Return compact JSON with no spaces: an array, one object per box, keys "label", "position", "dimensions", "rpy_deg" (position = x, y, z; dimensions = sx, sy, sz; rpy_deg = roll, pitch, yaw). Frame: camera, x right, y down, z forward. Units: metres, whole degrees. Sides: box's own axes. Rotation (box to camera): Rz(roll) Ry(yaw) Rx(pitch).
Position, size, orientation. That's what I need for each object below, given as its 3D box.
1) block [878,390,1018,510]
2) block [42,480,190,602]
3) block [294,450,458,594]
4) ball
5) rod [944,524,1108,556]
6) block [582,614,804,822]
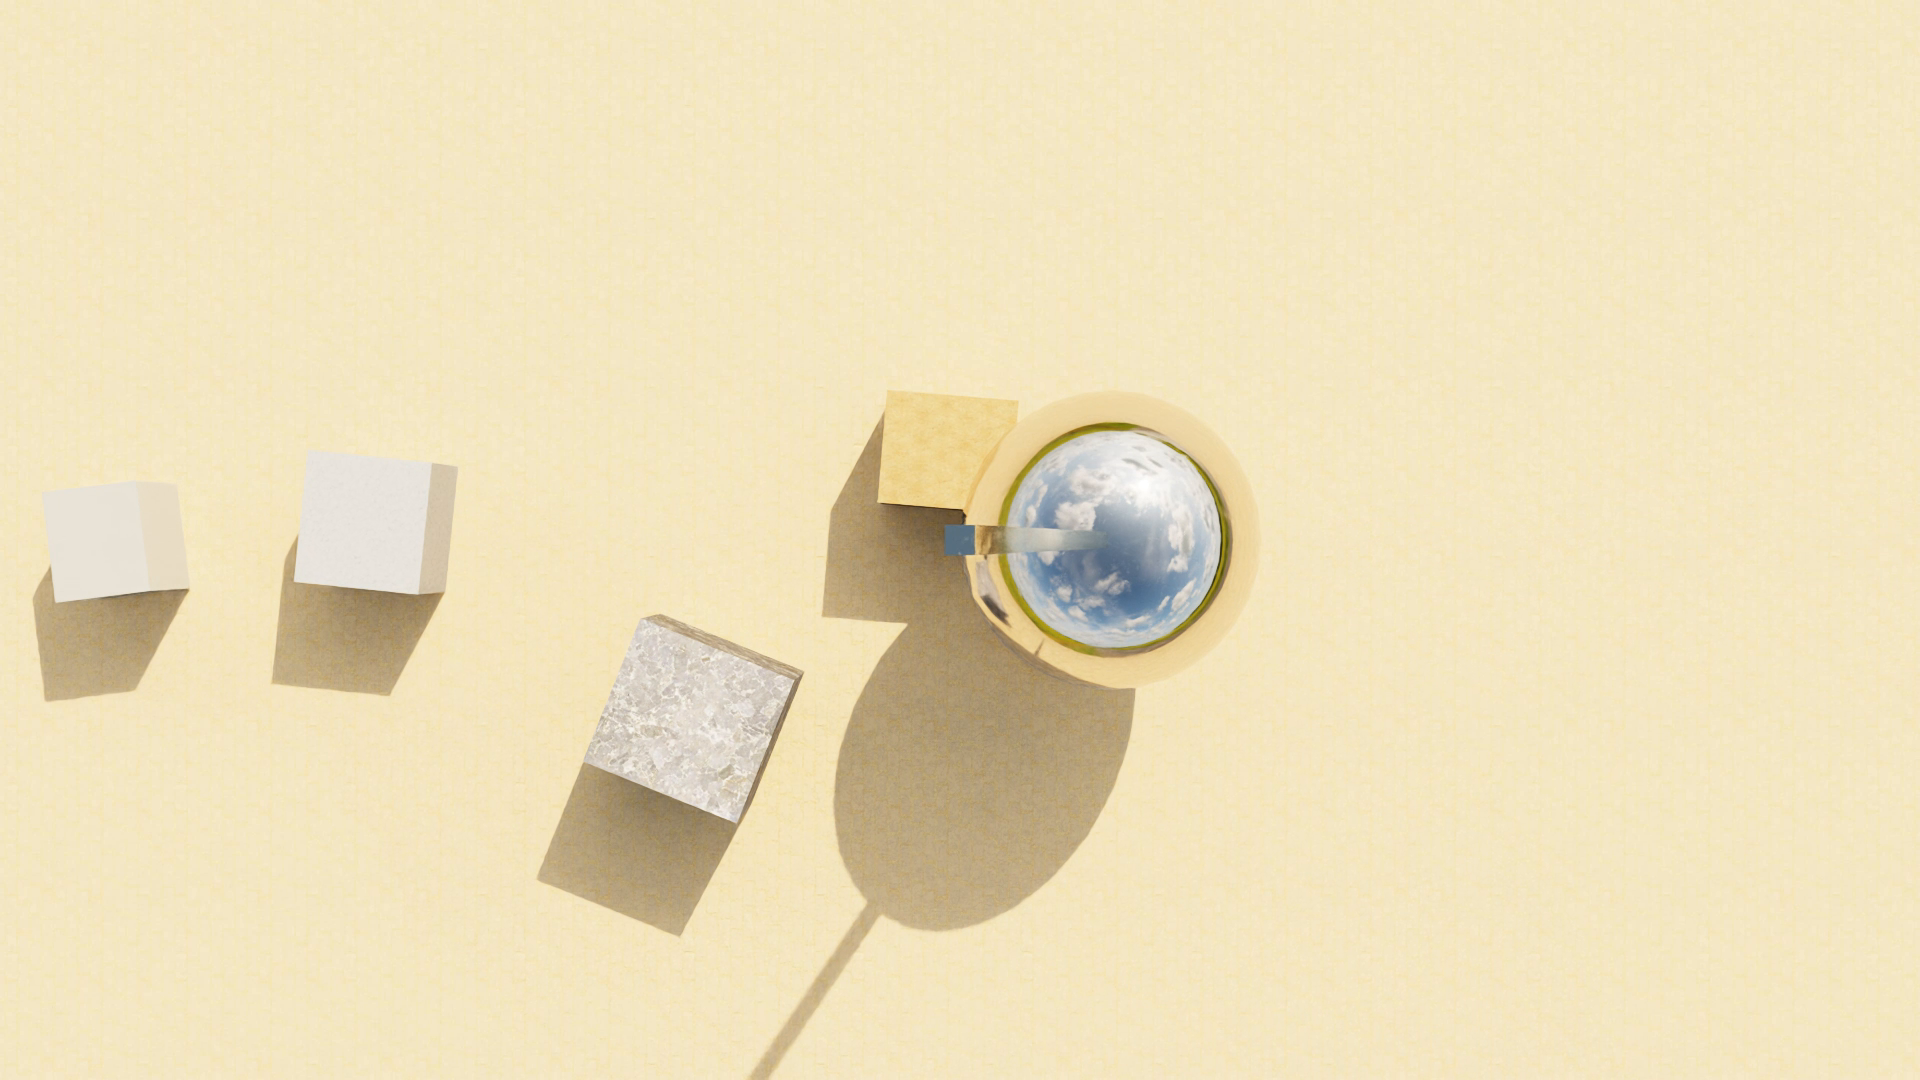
[{"label":"block","position":[-0.066,-0.495,12.646],"dimensions":[0.739,0.707,0.631],"rpy_deg":[5,90,0]},{"label":"block","position":[-4.855,0.009,12.677],"dimensions":[0.535,0.646,0.624],"rpy_deg":[-7,90,0]},{"label":"block","position":[-3.352,-0.100,12.672],"dimensions":[0.701,0.655,0.745],"rpy_deg":[6,90,0]},{"label":"ball","position":[0.799,0.000,11.706],"dimensions":[1.600,1.600,1.600],"rpy_deg":[0,90,0]},{"label":"rod","position":[0.346,0.000,8.336],"dimensions":[0.080,5.200,0.080],"rpy_deg":[0,90,8]},{"label":"block","position":[-1.502,1.000,12.584],"dimensions":[0.919,0.832,0.853],"rpy_deg":[22,90,0]}]
